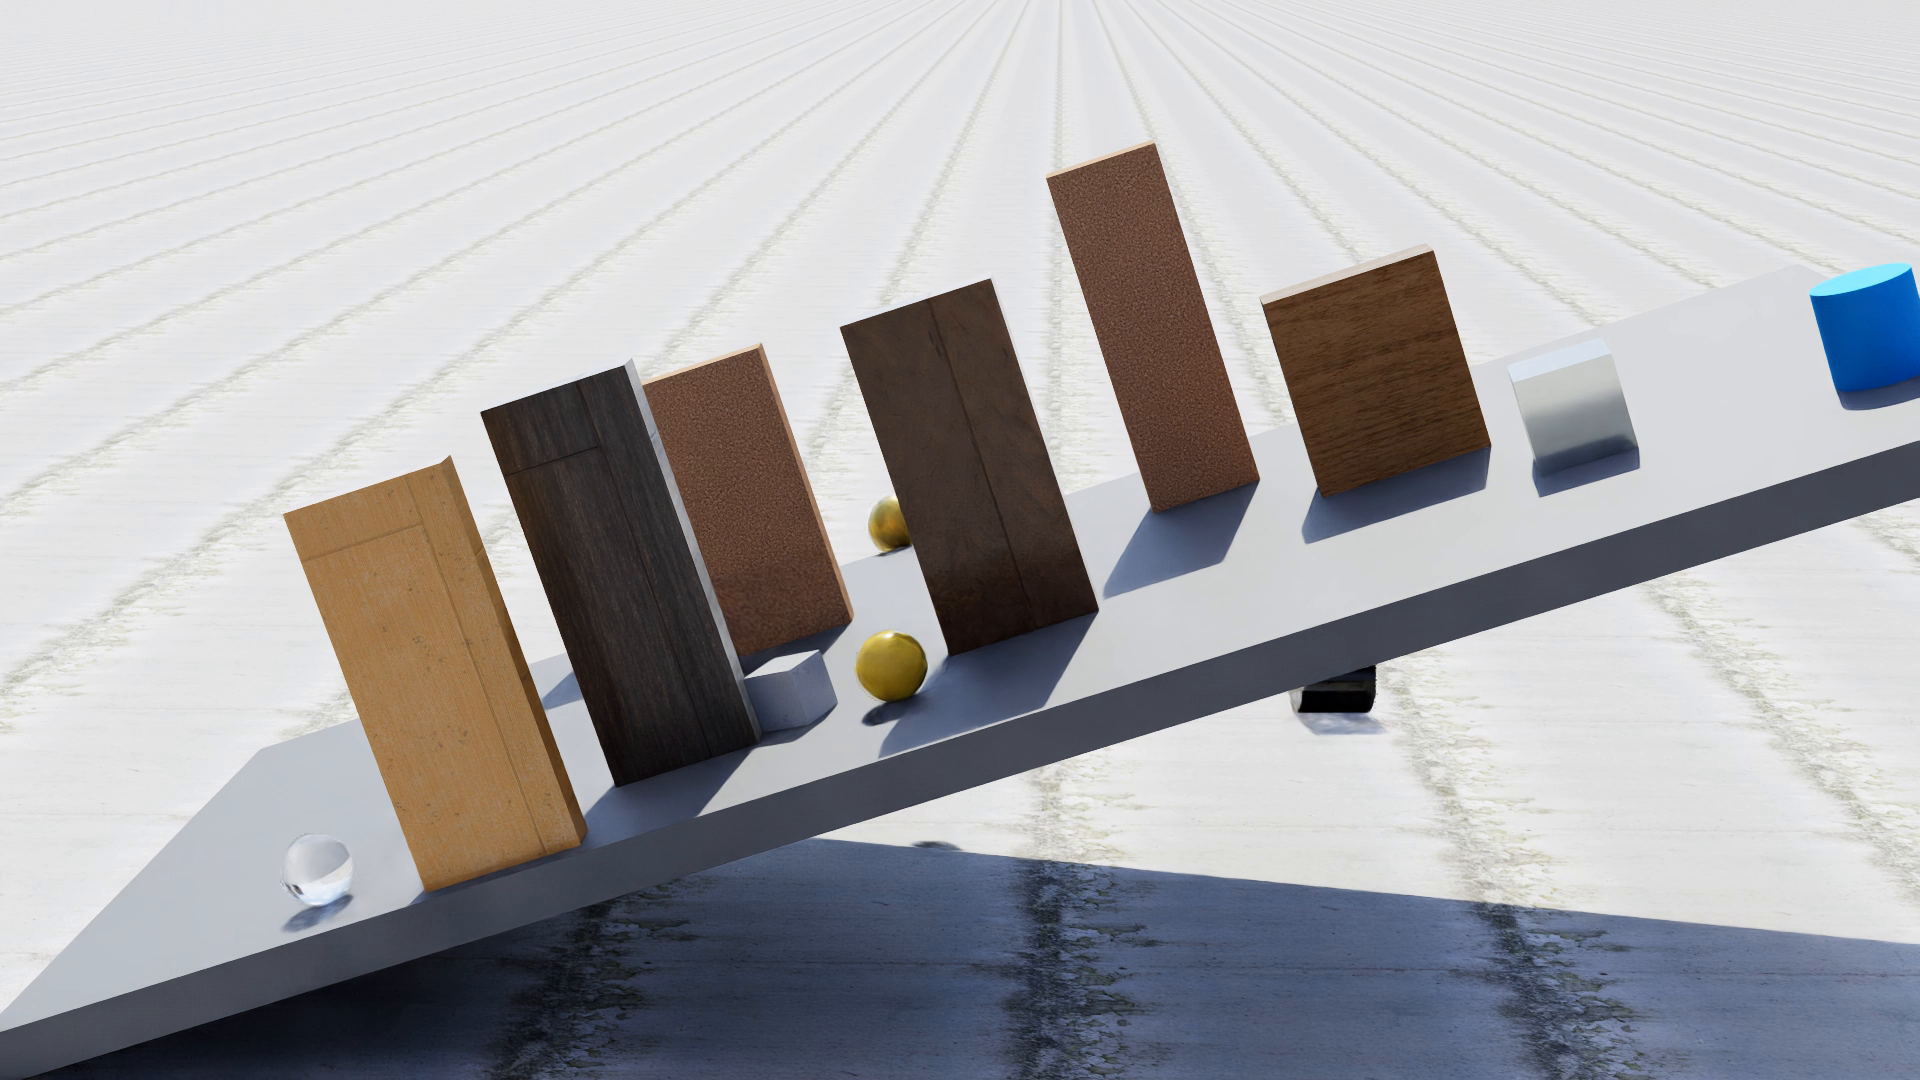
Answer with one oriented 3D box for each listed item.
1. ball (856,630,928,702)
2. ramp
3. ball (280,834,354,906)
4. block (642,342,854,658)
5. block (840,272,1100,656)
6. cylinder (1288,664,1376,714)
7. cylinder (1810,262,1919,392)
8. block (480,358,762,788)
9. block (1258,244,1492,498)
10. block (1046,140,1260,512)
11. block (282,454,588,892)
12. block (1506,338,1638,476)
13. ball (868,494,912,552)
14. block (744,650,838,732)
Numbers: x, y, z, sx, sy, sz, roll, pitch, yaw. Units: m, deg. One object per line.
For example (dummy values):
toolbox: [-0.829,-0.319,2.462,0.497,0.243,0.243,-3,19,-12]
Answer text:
ball: [-0.133,0.245,5.731,0.140,0.140,0.140,0,12,0]
ramp: [0.103,0.182,6.309,4.000,0.100,2.000,-17,11,5]
ball: [-1.233,0.632,5.642,0.137,0.137,0.137,0,12,0]
block: [-0.531,-0.070,6.614,0.395,0.653,0.090,-17,11,5]
block: [0.023,-0.151,5.932,0.316,0.707,0.102,-17,11,5]
cylinder: [1.031,0.378,8.157,0.204,0.204,0.204,1,12,-6]
cylinder: [1.766,-0.412,5.691,0.195,0.195,0.195,-18,11,3]
block: [-0.658,0.066,5.765,0.297,0.789,0.103,-17,11,5]
block: [0.885,-0.363,6.284,0.372,0.436,0.142,-17,11,5]
block: [0.439,-0.483,6.668,0.255,0.799,0.116,-17,11,5]
block: [-0.965,0.250,5.439,0.308,0.756,0.088,-17,11,5]
block: [1.222,-0.268,5.876,0.197,0.197,0.197,-17,11,10]
ball: [-0.151,-0.037,7.373,0.163,0.163,0.163,0,12,0]
block: [-0.336,0.301,5.859,0.116,0.116,0.116,-12,12,33]
